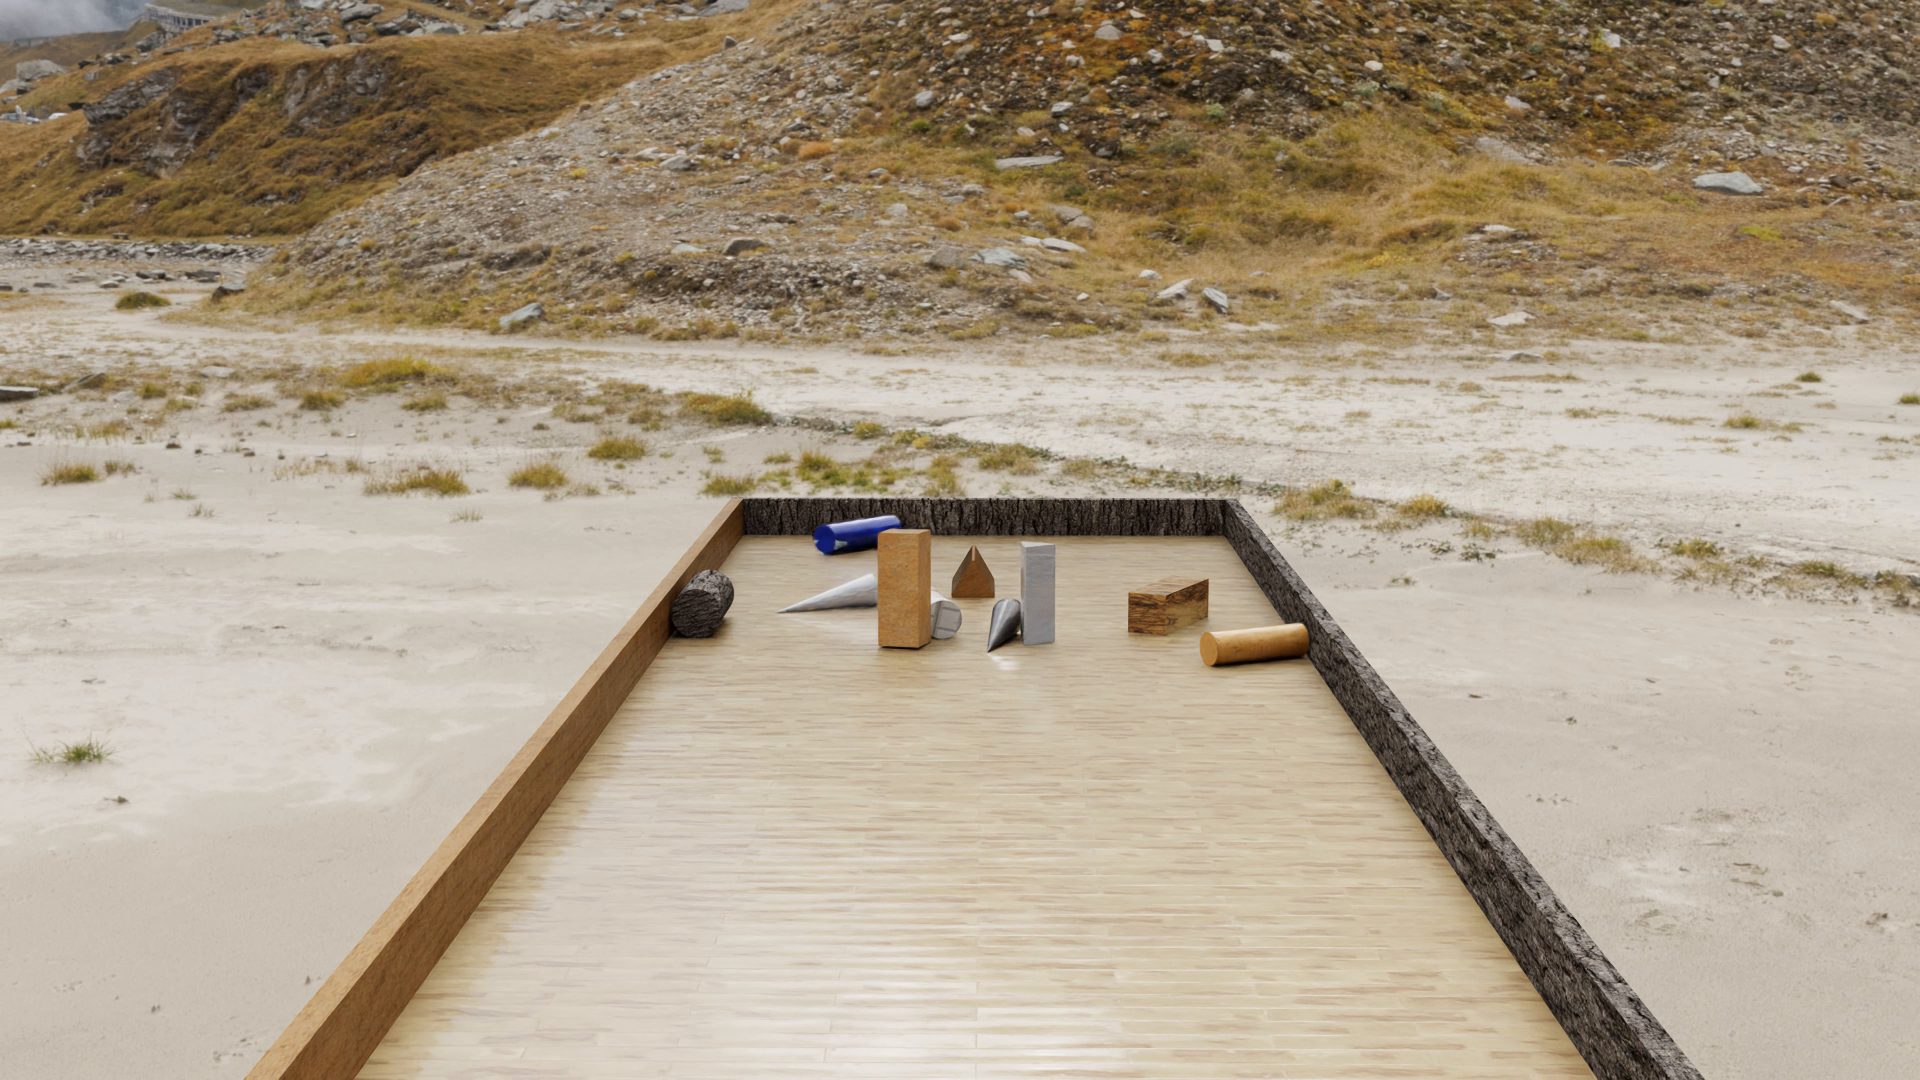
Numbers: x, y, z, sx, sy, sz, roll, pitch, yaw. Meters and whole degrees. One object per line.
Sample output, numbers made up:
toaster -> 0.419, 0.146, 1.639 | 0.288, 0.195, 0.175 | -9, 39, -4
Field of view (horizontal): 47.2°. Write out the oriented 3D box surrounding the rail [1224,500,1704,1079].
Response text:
rail -> 1.046, 0.843, 3.208 | 0.050, 0.150, 12.000 | 0, 9, 1

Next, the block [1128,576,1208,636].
block -> 0.689, 0.213, 7.246 | 0.131, 0.131, 0.361 | 5, 10, 28

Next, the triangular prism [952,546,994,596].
triangular prism -> 0.048, 0.108, 7.888 | 0.150, 0.130, 0.345 | 0, 9, 1

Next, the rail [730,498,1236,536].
rail -> 0.099, -0.098, 9.147 | 2.100, 0.150, 0.050 | 0, 9, 1

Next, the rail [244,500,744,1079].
rail -> -1.004, 0.839, 3.234 | 0.050, 0.150, 12.000 | 0, 9, 1

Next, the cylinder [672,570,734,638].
cylinder -> -0.839, 0.207, 7.196 | 0.160, 0.160, 0.362 | 0, 9, 1

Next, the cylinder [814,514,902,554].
cylinder -> -0.405, -0.023, 8.789 | 0.114, 0.114, 0.380 | 8, 12, 41

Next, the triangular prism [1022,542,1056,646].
triangular prism -> 0.224, 0.166, 6.962 | 0.118, 0.312, 0.102 | -6, 10, -33

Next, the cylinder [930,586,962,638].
cylinder -> -0.092, 0.230, 7.159 | 0.125, 0.125, 0.314 | -2, 9, -14

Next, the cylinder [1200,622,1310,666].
cylinder -> 0.896, 0.317, 6.688 | 0.329, 0.102, 0.102 | -4, 10, -25

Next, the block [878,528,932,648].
block -> -0.174, 0.149, 6.904 | 0.132, 0.356, 0.132 | 2, 6, 16

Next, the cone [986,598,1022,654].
cone -> 0.122, 0.297, 6.947 | 0.120, 0.120, 0.328 | 2, 20, 14

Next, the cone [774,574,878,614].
cone -> -0.466, 0.209, 7.508 | 0.367, 0.114, 0.114 | -13, 13, -21
